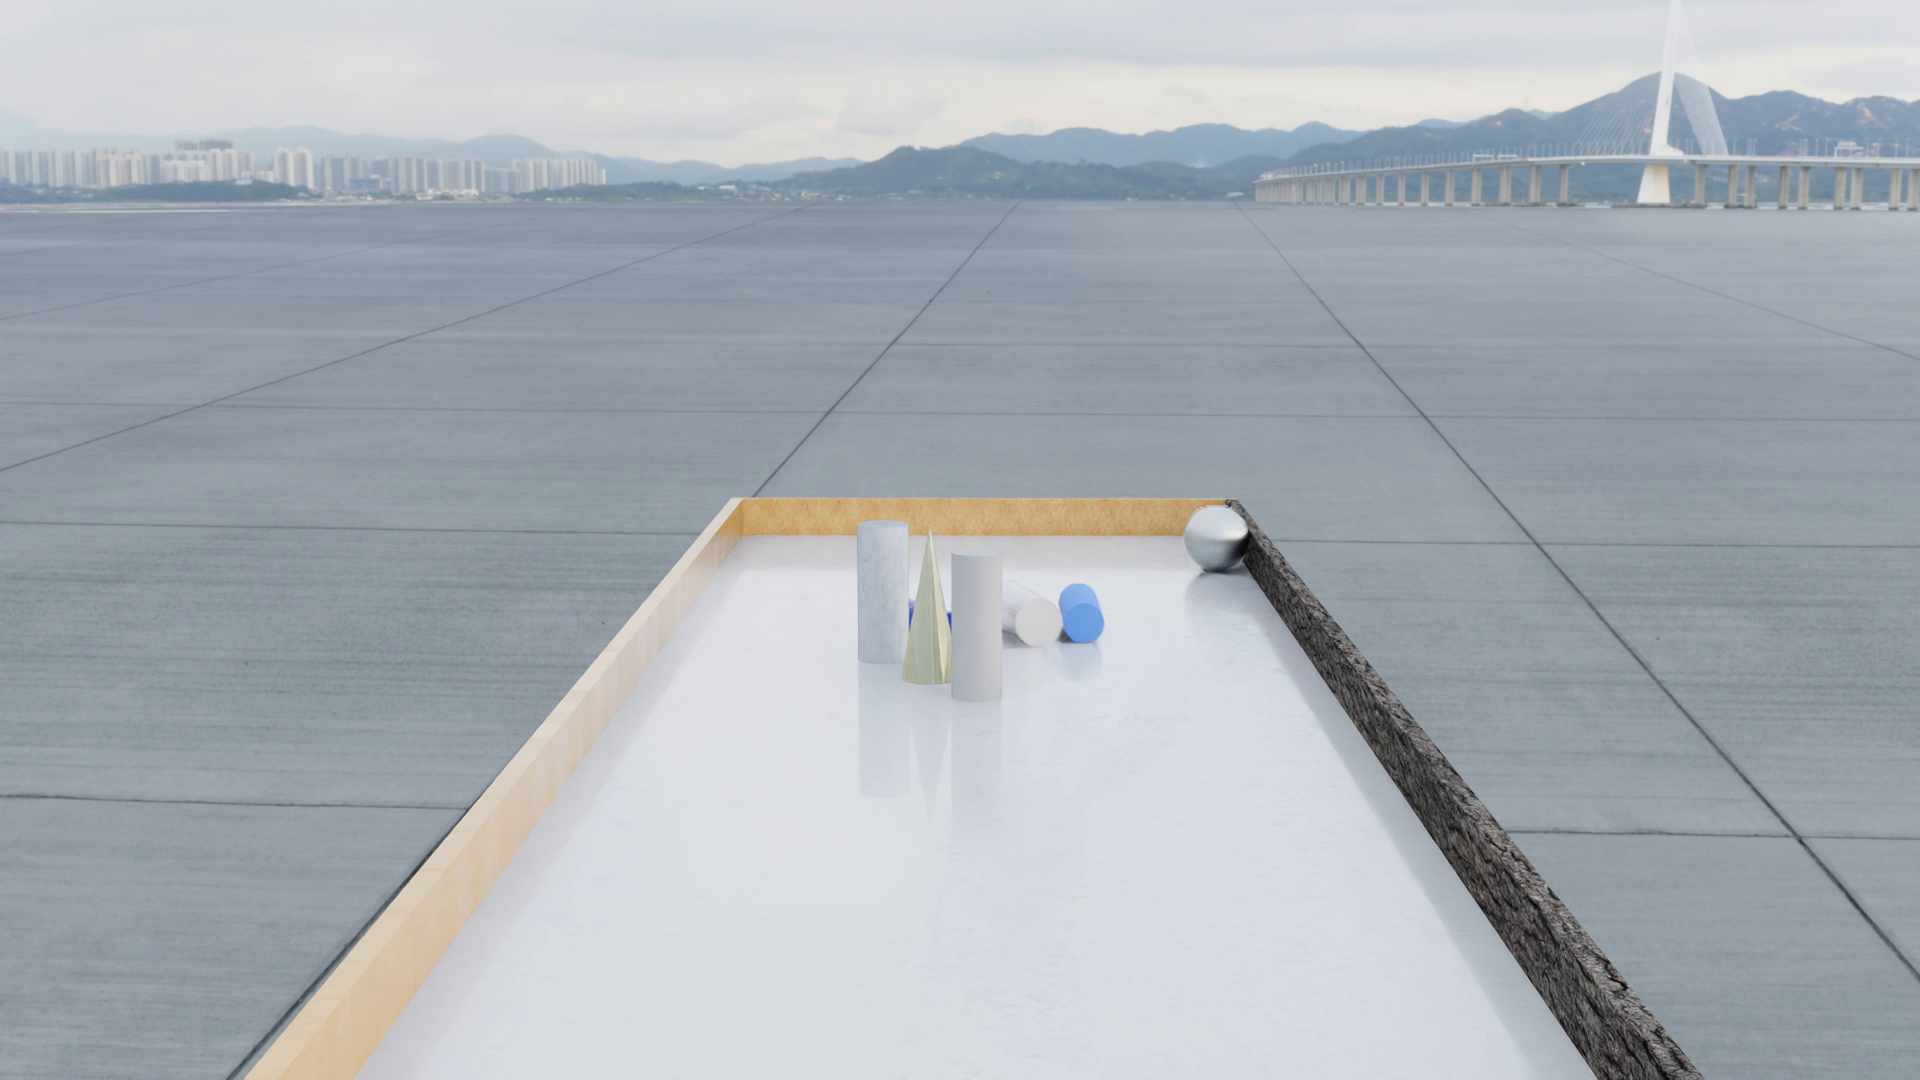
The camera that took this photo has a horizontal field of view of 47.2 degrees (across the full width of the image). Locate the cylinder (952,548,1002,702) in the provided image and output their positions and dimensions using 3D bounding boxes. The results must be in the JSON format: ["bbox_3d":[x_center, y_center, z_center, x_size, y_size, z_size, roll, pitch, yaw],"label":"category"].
[{"bbox_3d":[0.047,0.237,6.189,0.144,0.414,0.144,0,9,0],"label":"cylinder"}]

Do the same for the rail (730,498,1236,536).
[{"bbox_3d":[0.099,-0.098,9.147,2.100,0.150,0.050,0,9,1],"label":"rail"}]

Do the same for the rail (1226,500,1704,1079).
[{"bbox_3d":[1.046,0.843,3.208,0.050,0.150,12.000,0,9,1],"label":"rail"}]

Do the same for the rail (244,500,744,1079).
[{"bbox_3d":[-1.004,0.839,3.234,0.050,0.150,12.000,0,9,1],"label":"rail"}]

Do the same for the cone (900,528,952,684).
[{"bbox_3d":[-0.088,0.180,6.416,0.173,0.456,0.173,0,9,0],"label":"cone"}]

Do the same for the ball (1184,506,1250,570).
[{"bbox_3d":[0.966,-0.006,8.271,0.243,0.243,0.243,0,9,0],"label":"ball"}]

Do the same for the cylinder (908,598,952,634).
[{"bbox_3d":[-0.122,0.258,7.019,0.114,0.114,0.367,-5,11,-31],"label":"cylinder"}]

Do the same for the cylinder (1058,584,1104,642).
[{"bbox_3d":[0.391,0.234,7.122,0.128,0.128,0.363,0,9,0],"label":"cylinder"}]

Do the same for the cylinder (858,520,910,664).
[{"bbox_3d":[-0.233,0.157,6.687,0.156,0.416,0.156,0,9,0],"label":"cylinder"}]

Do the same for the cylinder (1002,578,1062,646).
[{"bbox_3d":[0.194,0.231,7.067,0.152,0.152,0.373,-3,9,-16],"label":"cylinder"}]
